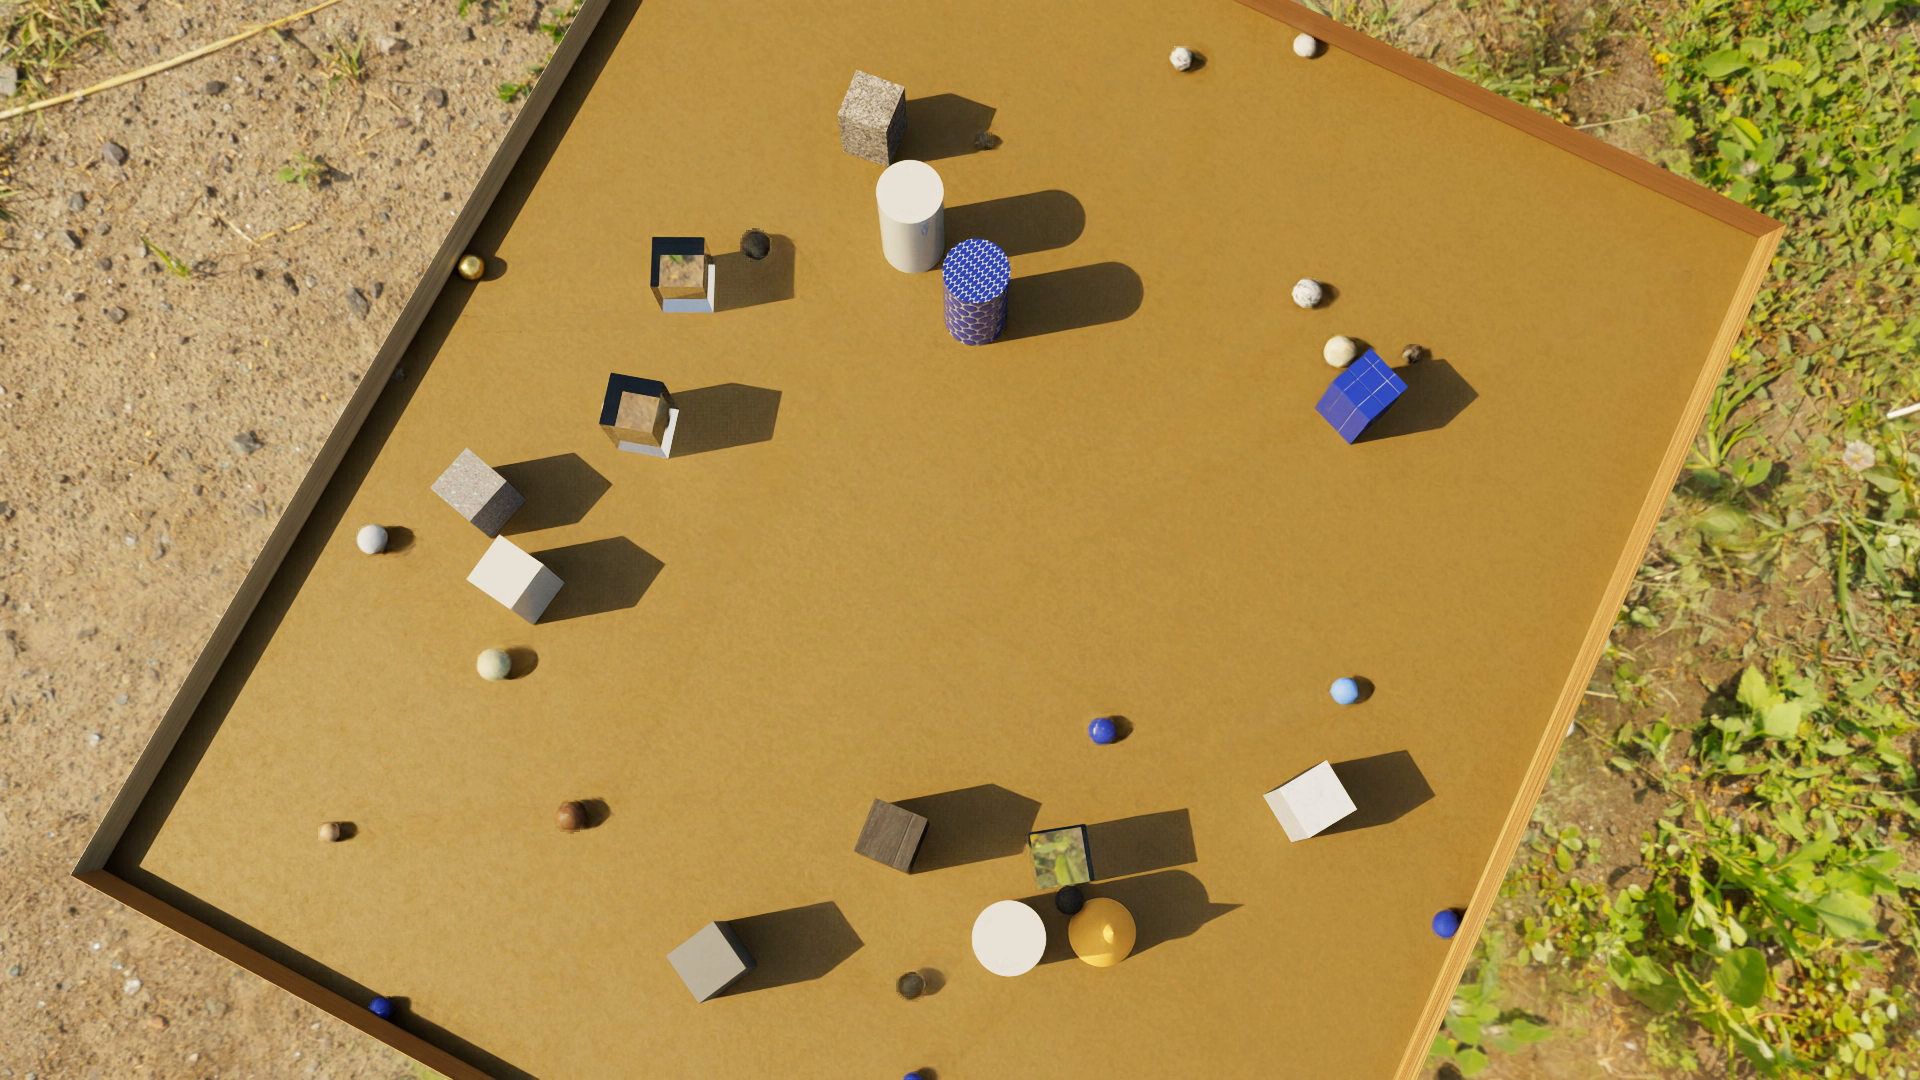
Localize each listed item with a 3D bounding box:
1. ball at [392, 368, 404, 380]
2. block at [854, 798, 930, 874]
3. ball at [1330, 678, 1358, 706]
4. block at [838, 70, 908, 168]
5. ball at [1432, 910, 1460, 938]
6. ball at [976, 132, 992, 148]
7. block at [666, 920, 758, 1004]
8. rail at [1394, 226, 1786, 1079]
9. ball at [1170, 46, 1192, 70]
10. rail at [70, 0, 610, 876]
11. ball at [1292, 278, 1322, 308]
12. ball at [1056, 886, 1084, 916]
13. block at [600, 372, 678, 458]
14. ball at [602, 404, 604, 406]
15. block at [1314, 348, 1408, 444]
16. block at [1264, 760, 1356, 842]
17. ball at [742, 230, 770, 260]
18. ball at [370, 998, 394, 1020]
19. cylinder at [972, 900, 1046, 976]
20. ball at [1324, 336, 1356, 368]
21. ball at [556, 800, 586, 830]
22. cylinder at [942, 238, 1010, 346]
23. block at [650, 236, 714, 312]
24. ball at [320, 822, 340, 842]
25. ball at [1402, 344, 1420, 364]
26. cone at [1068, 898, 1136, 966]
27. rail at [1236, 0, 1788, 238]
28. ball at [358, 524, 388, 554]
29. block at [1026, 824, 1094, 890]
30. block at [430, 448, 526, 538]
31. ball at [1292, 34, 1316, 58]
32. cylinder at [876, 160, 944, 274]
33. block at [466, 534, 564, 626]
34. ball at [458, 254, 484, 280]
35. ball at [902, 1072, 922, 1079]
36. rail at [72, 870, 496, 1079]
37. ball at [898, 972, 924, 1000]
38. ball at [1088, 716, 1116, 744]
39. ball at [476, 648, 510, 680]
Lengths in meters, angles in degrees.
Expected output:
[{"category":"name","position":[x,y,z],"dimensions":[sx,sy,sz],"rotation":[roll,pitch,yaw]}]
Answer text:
[{"category":"ball","position":[-1.750,-0.516,5.702],"dimensions":[0.042,0.042,0.042],"rotation":[0,78,0]},{"category":"block","position":[-0.194,0.856,5.277],"dimensions":[0.159,0.318,0.159],"rotation":[21,79,4]},{"category":"ball","position":[1.150,0.452,5.481],"dimensions":[0.083,0.083,0.083],"rotation":[0,78,0]},{"category":"block","position":[-0.272,-1.318,5.749],"dimensions":[0.159,0.275,0.159],"rotation":[20,79,4]},{"category":"ball","position":[1.417,1.119,5.345],"dimensions":[0.079,0.079,0.079],"rotation":[0,78,0]},{"category":"ball","position":[0.076,-1.276,5.855],"dimensions":[0.051,0.051,0.051],"rotation":[0,78,0]},{"category":"block","position":[-0.703,1.198,5.216],"dimensions":[0.159,0.298,0.159],"rotation":[-36,81,-7]},{"category":"rail","position":[1.635,0.808,5.382],"dimensions":[0.045,0.129,4.076],"rotation":[26,80,5]},{"category":"ball","position":[0.712,-1.551,5.901],"dimensions":[0.072,0.072,0.072],"rotation":[0,78,0]},{"category":"rail","position":[-1.635,-0.794,5.714],"dimensions":[0.045,0.129,4.076],"rotation":[26,80,5]},{"category":"ball","position":[1.085,-0.772,5.730],"dimensions":[0.090,0.090,0.090],"rotation":[0,78,0]},{"category":"ball","position":[0.321,1.053,5.355],"dimensions":[0.085,0.085,0.085],"rotation":[0,78,0]},{"category":"block","position":[-0.967,-0.373,5.538],"dimensions":[0.159,0.305,0.159],"rotation":[10,78,2]},{"category":"ball","position":[-1.076,-0.404,5.667],"dimensions":[0.065,0.065,0.065],"rotation":[0,78,0]},{"category":"block","position":[1.215,-0.433,5.564],"dimensions":[0.159,0.278,0.159],"rotation":[-41,81,-8]},{"category":"block","position":[1.011,0.760,5.315],"dimensions":[0.159,0.284,0.159],"rotation":[-30,80,-6]},{"category":"ball","position":[-0.641,-0.928,5.763],"dimensions":[0.090,0.090,0.090],"rotation":[0,78,0]},{"category":"ball","position":[-1.674,1.357,5.304],"dimensions":[0.063,0.063,0.063],"rotation":[0,78,0]},{"category":"cylinder","position":[0.131,1.115,5.141],"dimensions":[0.199,0.479,0.199],"rotation":[0,78,0]},{"category":"ball","position":[1.179,-0.585,5.688],"dimensions":[0.098,0.098,0.098],"rotation":[0,78,0]},{"category":"ball","position":[-1.148,0.814,5.403],"dimensions":[0.088,0.088,0.088],"rotation":[0,78,0]},{"category":"cylinder","position":[0.048,-0.746,5.561],"dimensions":[0.199,0.411,0.199],"rotation":[0,78,0]},{"category":"block","position":[-0.855,-0.818,5.663],"dimensions":[0.159,0.241,0.159],"rotation":[0,78,0]},{"category":"ball","position":[-1.859,0.863,5.408],"dimensions":[0.059,0.059,0.059],"rotation":[0,78,0]},{"category":"ball","position":[1.405,-0.578,5.706],"dimensions":[0.059,0.059,0.059],"rotation":[0,78,0]},{"category":"cone","position":[0.417,1.110,5.181],"dimensions":[0.199,0.403,0.199],"rotation":[0,78,0]},{"category":"rail","position":[0.901,-1.758,5.914],"dimensions":[3.704,0.129,0.045],"rotation":[26,80,5]},{"category":"ball","position":[-1.784,-0.001,5.570],"dimensions":[0.091,0.091,0.091],"rotation":[0,78,0]},{"category":"block","position":[0.285,0.915,5.268],"dimensions":[0.159,0.311,0.159],"rotation":[-9,78,-2]},{"category":"block","position":[-1.447,-0.138,5.516],"dimensions":[0.159,0.252,0.159],"rotation":[39,81,7]},{"category":"ball","position":[1.110,-1.595,5.909],"dimensions":[0.073,0.073,0.073],"rotation":[0,78,0]},{"category":"cylinder","position":[-0.148,-0.982,5.602],"dimensions":[0.199,0.426,0.199],"rotation":[0,78,0]},{"category":"block","position":[-1.316,0.122,5.443],"dimensions":[0.159,0.292,0.159],"rotation":[33,80,6]},{"category":"ball","position":[-1.535,-0.857,5.751],"dimensions":[0.083,0.083,0.083],"rotation":[0,78,0]},{"category":"ball","position":[-0.136,1.558,5.263],"dimensions":[0.060,0.060,0.060],"rotation":[0,78,0]},{"category":"rail","position":[-0.901,1.771,5.183],"dimensions":[3.704,0.129,0.045],"rotation":[26,80,5]},{"category":"ball","position":[-0.141,1.291,5.309],"dimensions":[0.080,0.080,0.080],"rotation":[0,78,0]},{"category":"ball","position":[0.422,0.568,5.458],"dimensions":[0.081,0.081,0.081],"rotation":[0,78,0]},{"category":"ball","position":[-1.397,0.372,5.489],"dimensions":[0.099,0.099,0.099],"rotation":[0,78,0]}]
